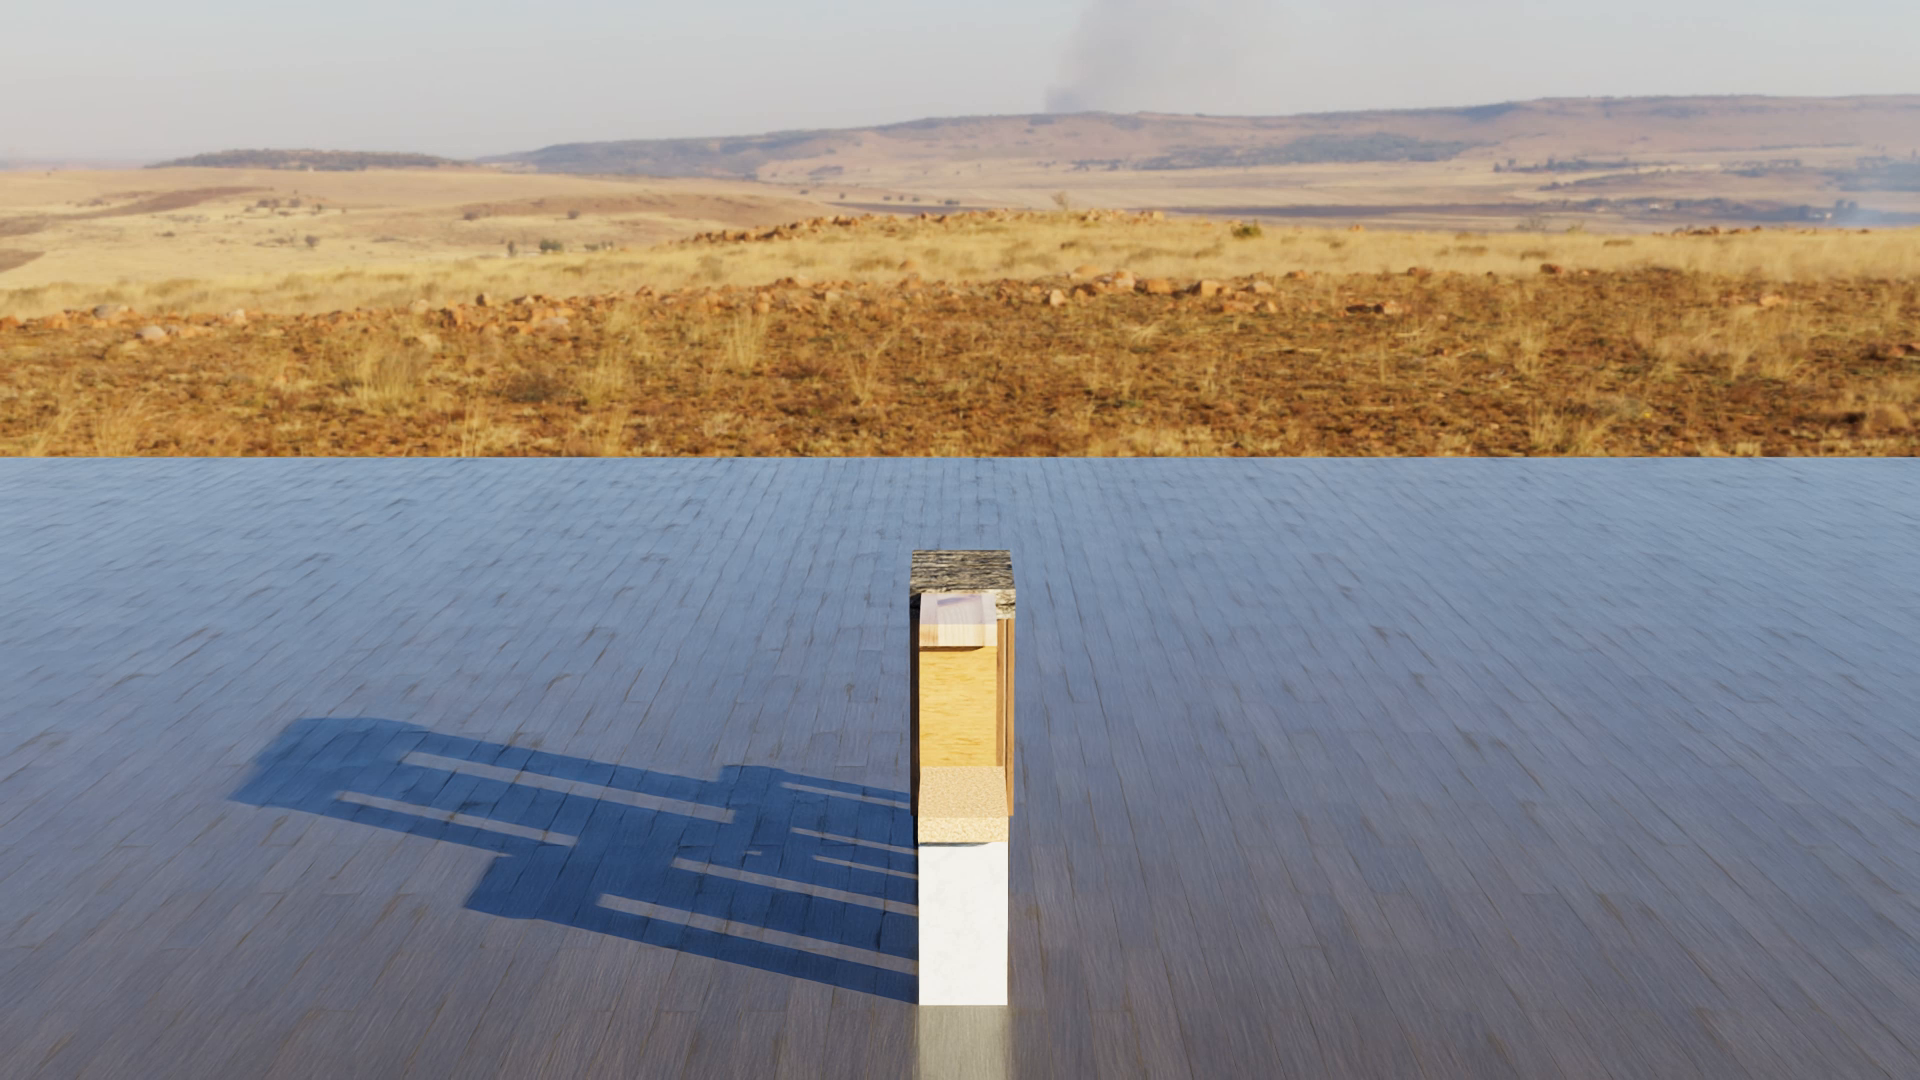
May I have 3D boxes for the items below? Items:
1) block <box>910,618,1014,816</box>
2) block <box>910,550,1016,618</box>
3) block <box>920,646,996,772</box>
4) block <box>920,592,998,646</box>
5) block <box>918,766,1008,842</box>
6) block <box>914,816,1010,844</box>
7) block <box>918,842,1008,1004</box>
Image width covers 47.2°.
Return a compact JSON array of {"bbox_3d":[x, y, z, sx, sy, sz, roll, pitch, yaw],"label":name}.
[{"bbox_3d":[0.003,0.287,3.673,0.172,0.345,0.049,0,10,0],"label":"block"},{"bbox_3d":[0.003,0.073,3.750,0.172,0.049,0.345,0,11,0],"label":"block"},{"bbox_3d":[-0.003,0.270,3.407,0.118,0.236,0.033,0,11,0],"label":"block"},{"bbox_3d":[-0.003,0.123,3.459,0.118,0.033,0.236,0,11,0],"label":"block"},{"bbox_3d":[0.005,0.389,3.253,0.128,0.036,0.256,0,11,0],"label":"block"},{"bbox_3d":[0.002,0.307,3.910,0.172,0.469,0.049,0,11,0],"label":"block"},{"bbox_3d":[0.004,0.548,3.196,0.128,0.256,0.036,0,11,0],"label":"block"}]
